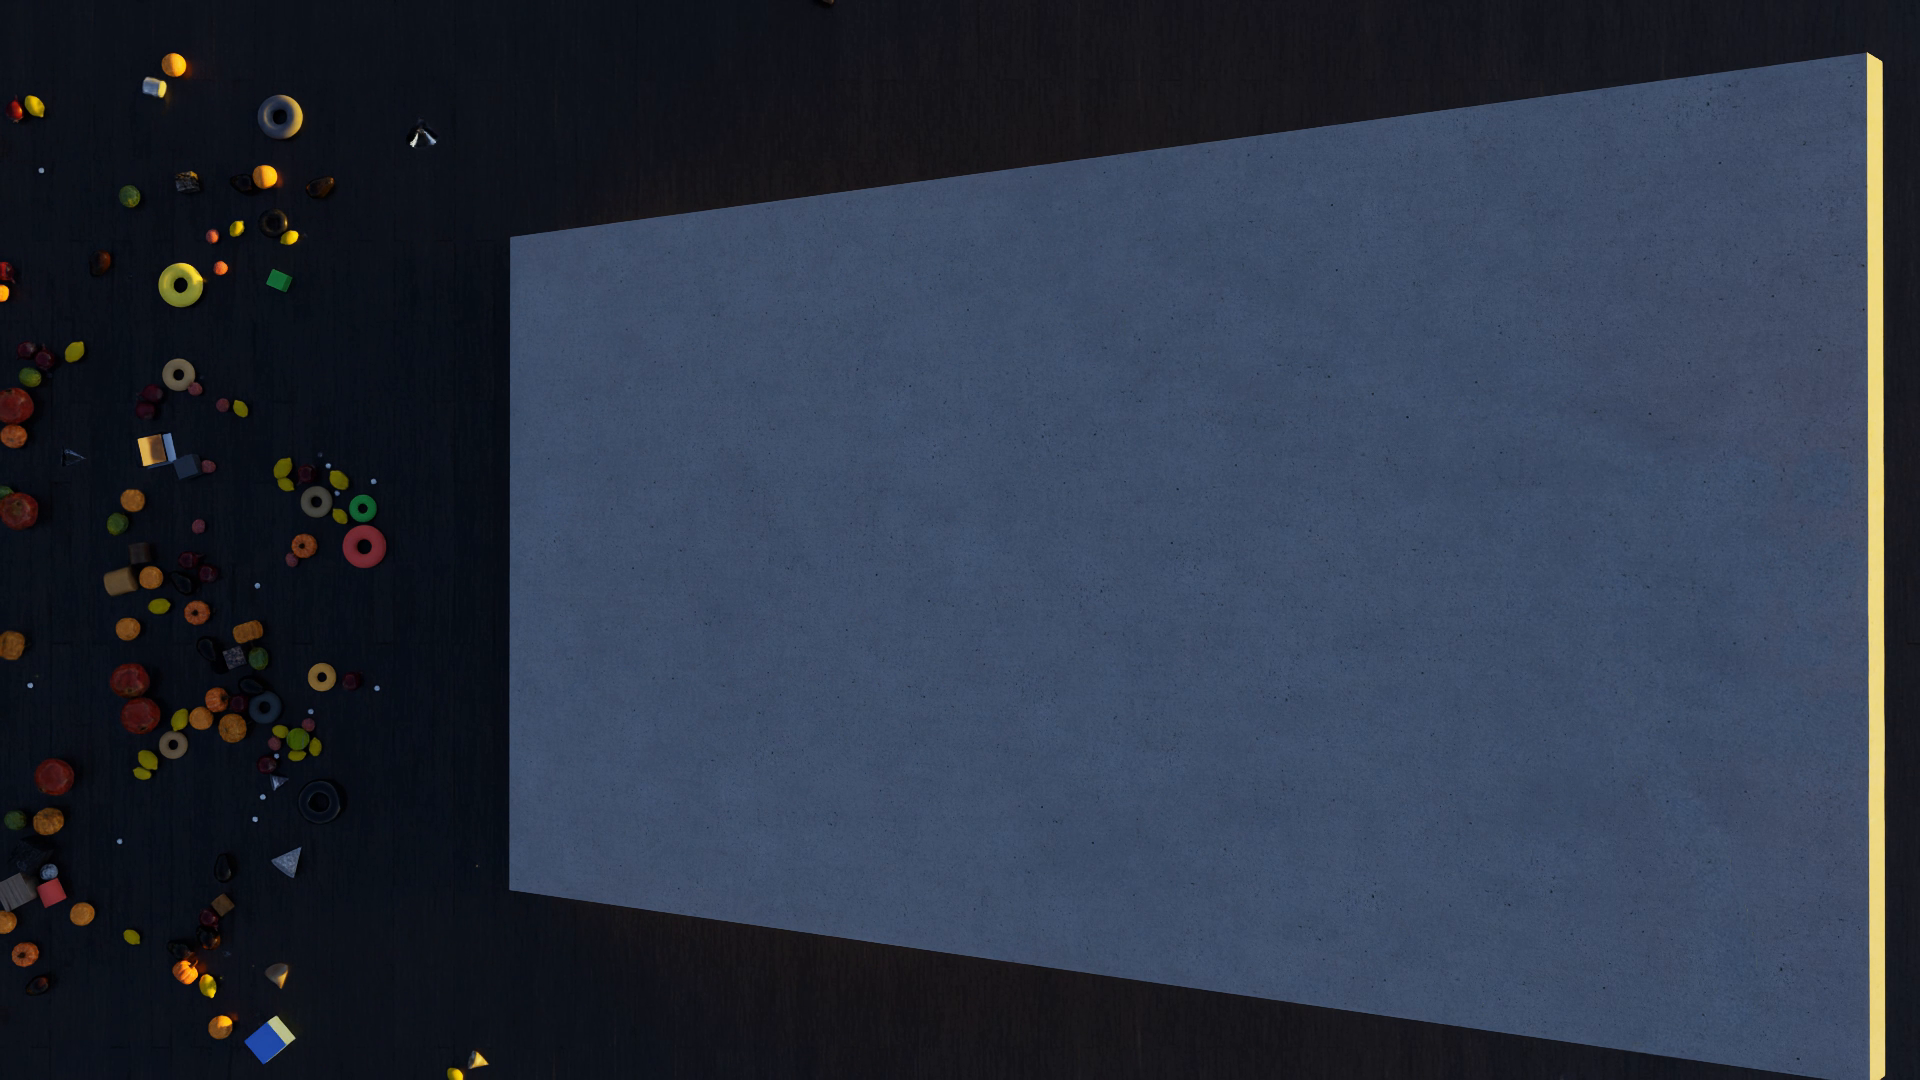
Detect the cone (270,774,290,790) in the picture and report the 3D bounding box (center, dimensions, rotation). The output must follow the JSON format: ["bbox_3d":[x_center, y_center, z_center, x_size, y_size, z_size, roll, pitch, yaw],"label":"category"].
[{"bbox_3d":[-2.099,0.743,6.800,0.054,0.054,0.054,-12,90,-27],"label":"cone"}]

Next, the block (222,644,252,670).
[{"bbox_3d":[-2.230,0.361,6.785,0.058,0.058,0.058,-20,90,0],"label":"block"}]

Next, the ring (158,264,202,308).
[{"bbox_3d":[-2.409,-0.788,6.799,0.137,0.046,0.137,0,90,1],"label":"ring"}]

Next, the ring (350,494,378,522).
[{"bbox_3d":[-1.847,-0.097,6.803,0.087,0.029,0.087,0,91,0],"label":"ring"}]

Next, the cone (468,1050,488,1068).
[{"bbox_3d":[-1.481,1.613,6.793,0.057,0.057,0.057,25,90,-26],"label":"cone"}]

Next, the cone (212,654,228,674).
[{"bbox_3d":[-2.290,0.386,6.783,0.061,0.061,0.061,0,90,0],"label":"cone"}]

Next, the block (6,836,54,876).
[{"bbox_3d":[-2.861,0.973,6.768,0.085,0.085,0.085,29,90,0],"label":"block"}]

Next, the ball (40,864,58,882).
[{"bbox_3d":[-2.810,1.025,6.783,0.054,0.054,0.054,0,90,0],"label":"ball"}]

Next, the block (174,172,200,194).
[{"bbox_3d":[-2.389,-1.105,6.798,0.053,0.053,0.053,-12,90,0],"label":"block"}]

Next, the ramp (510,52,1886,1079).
[{"bbox_3d":[0.221,0.063,5.537,4.000,0.100,2.000,0,90,38],"label":"ramp"}]

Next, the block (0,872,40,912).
[{"bbox_3d":[-2.893,1.078,6.764,0.090,0.090,0.090,-27,90,0],"label":"block"}]

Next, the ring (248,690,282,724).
[{"bbox_3d":[-2.148,0.517,6.796,0.104,0.035,0.104,0,88,0],"label":"ring"}]

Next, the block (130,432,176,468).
[{"bbox_3d":[-2.482,-0.277,6.772,0.092,0.092,0.092,-13,90,0],"label":"block"}]

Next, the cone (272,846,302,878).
[{"bbox_3d":[-2.062,0.981,6.790,0.088,0.088,0.088,36,63,0],"label":"cone"}]

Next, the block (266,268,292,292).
[{"bbox_3d":[-2.103,-0.801,6.797,0.051,0.051,0.051,24,90,0],"label":"block"}]

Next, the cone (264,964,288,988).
[{"bbox_3d":[-2.104,1.358,6.791,0.072,0.072,0.072,-4,116,0],"label":"cone"}]

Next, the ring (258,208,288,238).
[{"bbox_3d":[-2.127,-0.980,6.808,0.092,0.031,0.092,0,90,-1],"label":"ring"}]

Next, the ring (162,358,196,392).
[{"bbox_3d":[-2.417,-0.511,6.803,0.101,0.034,0.101,0,91,0],"label":"ring"}]

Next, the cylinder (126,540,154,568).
[{"bbox_3d":[-2.531,0.041,6.786,0.062,0.062,0.062,-23,113,0],"label":"cylinder"}]

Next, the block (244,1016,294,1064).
[{"bbox_3d":[-2.121,1.536,6.760,0.092,0.092,0.092,-40,90,0],"label":"block"}]

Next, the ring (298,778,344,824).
[{"bbox_3d":[-1.975,0.808,6.788,0.143,0.048,0.143,0,90,-1],"label":"ring"}]

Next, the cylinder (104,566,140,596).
[{"bbox_3d":[-2.584,0.127,6.777,0.077,0.077,0.077,-15,90,0],"label":"cylinder"}]

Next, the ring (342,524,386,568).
[{"bbox_3d":[-1.840,0.020,6.795,0.135,0.045,0.135,0,91,-1],"label":"ring"}]

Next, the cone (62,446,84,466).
[{"bbox_3d":[-2.742,-0.255,6.803,0.067,0.067,0.067,4,90,-26],"label":"cone"}]

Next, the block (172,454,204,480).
[{"bbox_3d":[-2.380,-0.225,6.787,0.062,0.062,0.062,-20,90,0],"label":"block"}]

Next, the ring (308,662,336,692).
[{"bbox_3d":[-1.972,0.424,6.799,0.088,0.029,0.088,0,88,0],"label":"ring"}]

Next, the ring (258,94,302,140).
[{"bbox_3d":[-2.103,-1.308,6.803,0.139,0.046,0.139,0,89,1],"label":"ring"}]

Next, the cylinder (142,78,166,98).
[{"bbox_3d":[-2.492,-1.399,6.800,0.052,0.052,0.052,14,90,-2],"label":"cylinder"}]

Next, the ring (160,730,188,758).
[{"bbox_3d":[-2.431,0.632,6.798,0.089,0.030,0.089,0,88,0],"label":"ring"}]

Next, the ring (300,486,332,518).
[{"bbox_3d":[-1.990,-0.118,6.801,0.099,0.033,0.099,0,91,0],"label":"ring"}]
